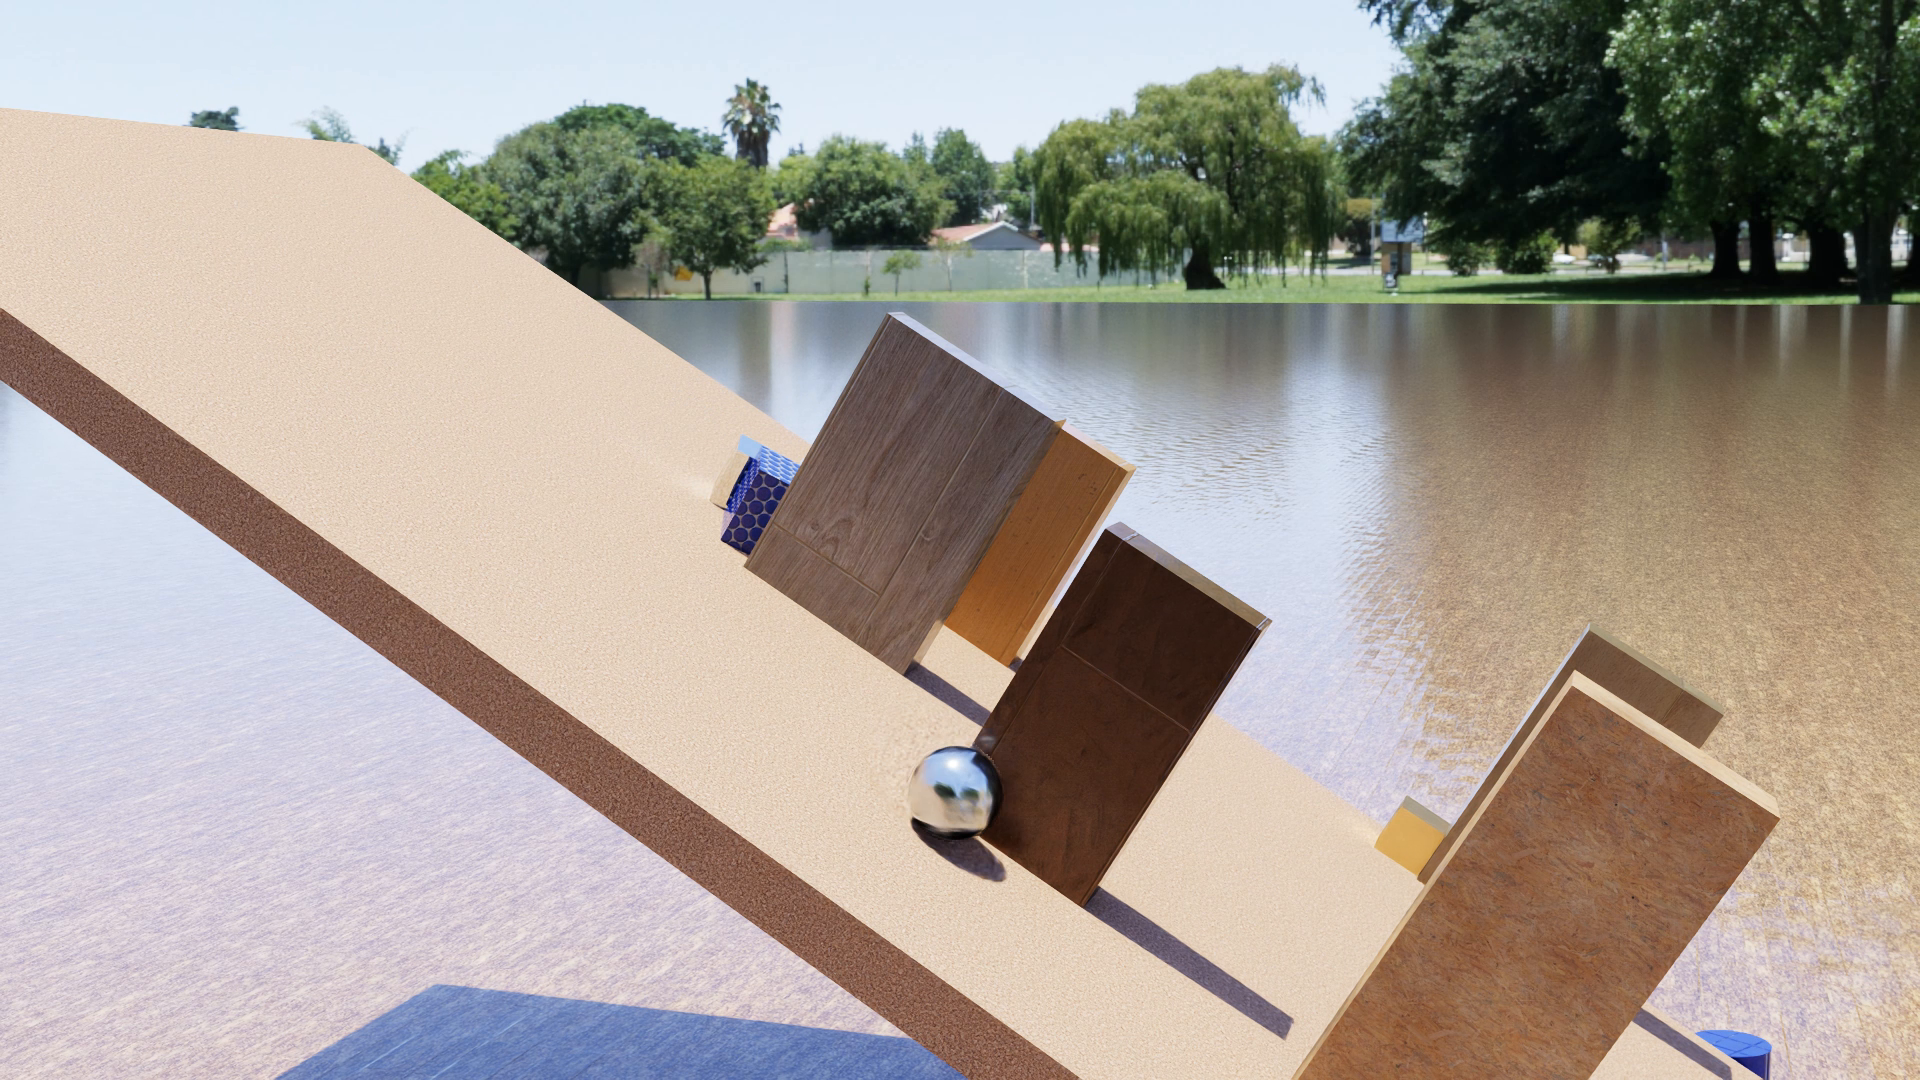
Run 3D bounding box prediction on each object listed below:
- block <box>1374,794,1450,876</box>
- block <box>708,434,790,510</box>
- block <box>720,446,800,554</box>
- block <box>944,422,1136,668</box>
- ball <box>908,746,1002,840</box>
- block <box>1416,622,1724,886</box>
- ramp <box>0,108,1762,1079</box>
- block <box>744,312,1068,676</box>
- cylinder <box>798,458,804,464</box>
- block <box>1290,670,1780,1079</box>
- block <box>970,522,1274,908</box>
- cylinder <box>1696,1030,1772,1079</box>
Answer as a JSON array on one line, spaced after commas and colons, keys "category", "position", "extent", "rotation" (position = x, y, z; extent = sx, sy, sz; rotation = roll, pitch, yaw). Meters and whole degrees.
[{"category": "block", "position": [0.971, 0.634, 4.722], "extent": [0.109, 0.109, 0.109], "rotation": [34, 15, 11]}, {"category": "block", "position": [-0.420, -0.119, 4.445], "extent": [0.122, 0.122, 0.122], "rotation": [28, 15, -10]}, {"category": "block", "position": [-0.355, -0.057, 4.289], "extent": [0.162, 0.162, 0.162], "rotation": [28, 15, -12]}, {"category": "block", "position": [0.060, -0.054, 4.473], "extent": [0.407, 0.475, 0.083], "rotation": [34, 15, 11]}, {"category": "ball", "position": [-0.007, 0.401, 3.492], "extent": [0.149, 0.149, 0.149], "rotation": [0, 7, 0]}, {"category": "block", "position": [1.269, 0.529, 4.595], "extent": [0.312, 0.643, 0.116], "rotation": [34, 15, 11]}, {"category": "ramp", "position": [-0.162, 0.268, 4.117], "extent": [4.000, 0.100, 2.000], "rotation": [34, 15, 11]}, {"category": "block", "position": [-0.107, -0.086, 4.087], "extent": [0.371, 0.559, 0.089], "rotation": [34, 15, 11]}, {"category": "cylinder", "position": [-0.271, -0.073, 4.469], "extent": [0.182, 0.182, 0.182], "rotation": [0, 16, 1]}, {"category": "block", "position": [0.810, 0.606, 3.182], "extent": [0.327, 0.776, 0.125], "rotation": [34, 15, 11]}, {"category": "block", "position": [0.229, 0.282, 3.560], "extent": [0.294, 0.547, 0.107], "rotation": [34, 15, 11]}, {"category": "cylinder", "position": [1.686, 1.185, 4.823], "extent": [0.170, 0.170, 0.170], "rotation": [0, 7, 0]}]
